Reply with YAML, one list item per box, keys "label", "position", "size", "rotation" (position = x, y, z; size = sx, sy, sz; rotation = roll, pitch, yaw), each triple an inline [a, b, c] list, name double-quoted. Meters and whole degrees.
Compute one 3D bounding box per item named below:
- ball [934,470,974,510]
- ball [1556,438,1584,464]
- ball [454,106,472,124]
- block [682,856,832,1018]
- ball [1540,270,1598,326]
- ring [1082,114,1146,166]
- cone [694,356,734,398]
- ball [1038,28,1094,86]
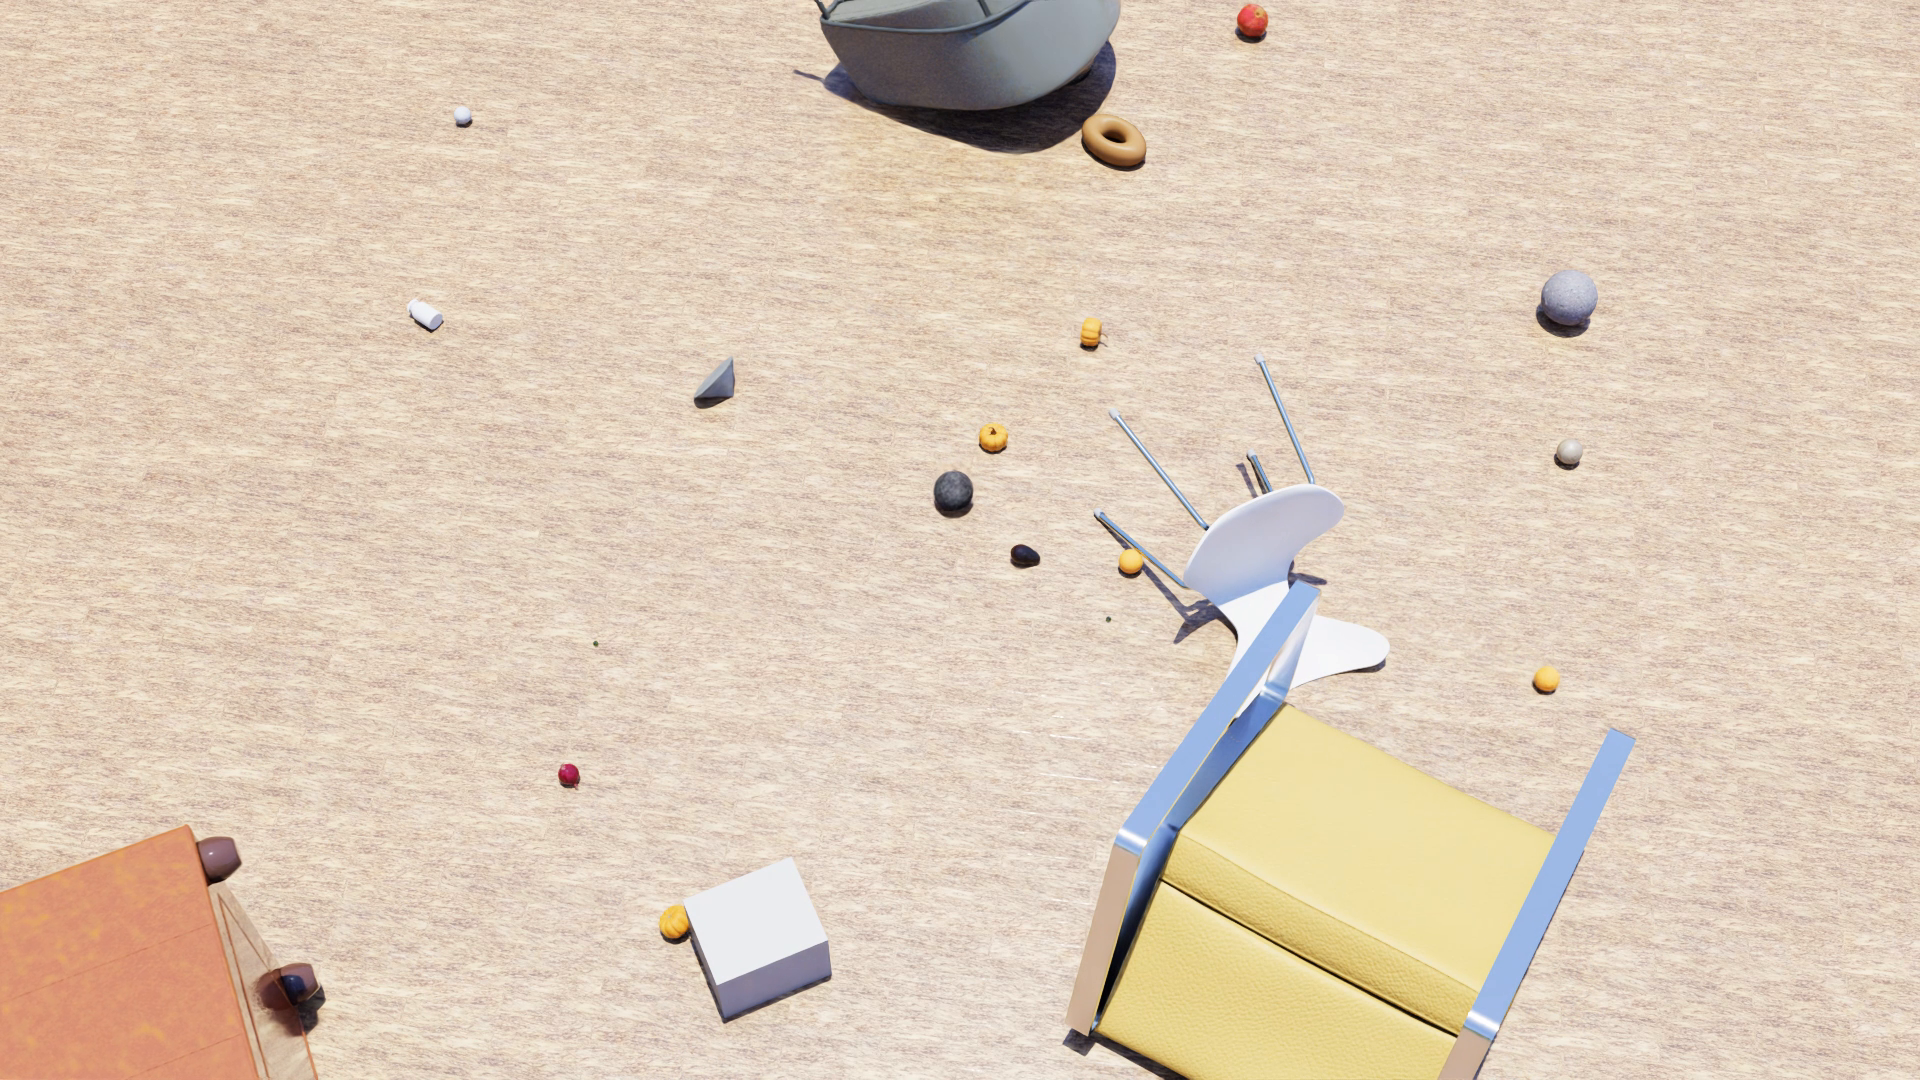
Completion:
- label: "ball"
  position: [-0.019, -0.149, 6.602]
  size: [0.120, 0.120, 0.120]
  rotation: [0, 56, 0]
- label: "ball"
  position: [1.860, -0.270, 6.707]
  size: [0.080, 0.080, 0.080]
  rotation: [0, 56, 0]
- label: "ball"
  position: [-1.699, -1.451, 7.511]
  size: [0.060, 0.060, 0.060]
  rotation: [0, 56, 0]
- label: "block"
  position: [-0.527, 1.038, 5.743]
  size: [0.303, 0.223, 0.255]
  rotation: [-20, 58, -13]
- label: "ball"
  position: [1.935, -0.771, 6.985]
  size: [0.176, 0.176, 0.176]
  rotation: [0, 56, 0]
- label: "ring"
  position: [0.520, -1.351, 7.429]
  size: [0.249, 0.088, 0.161]
  rotation: [34, 64, 22]
- label: "cone"
  position: [-0.737, -0.478, 6.860]
  size: [0.090, 0.143, 0.179]
  rotation: [45, 75, -18]
- label: "ball"
  position: [0.366, -1.662, 7.573]
  size: [0.193, 0.193, 0.193]
  rotation: [0, 56, 0]
